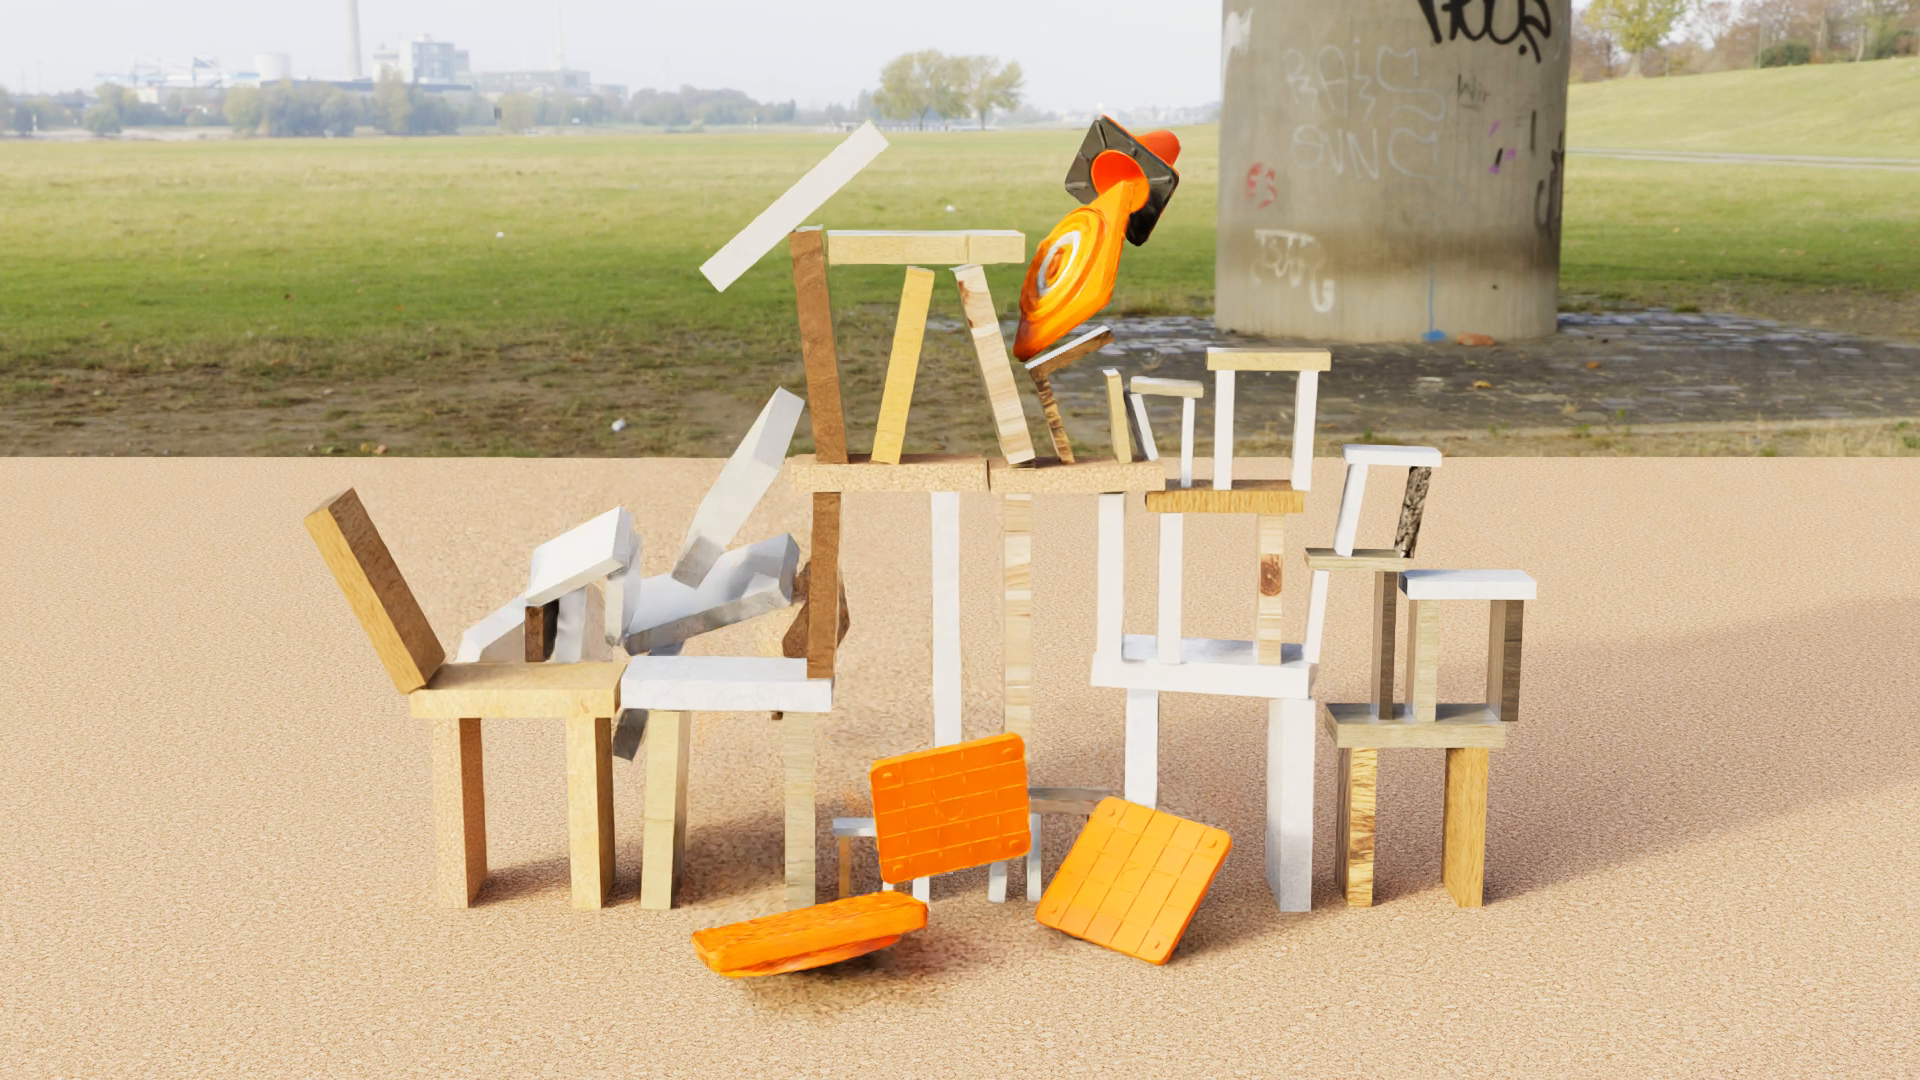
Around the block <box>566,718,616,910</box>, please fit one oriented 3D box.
[{"bbox_3d":[-0.610,0.428,3.642,0.046,0.326,0.163,0,11,0],"label":"block"}]

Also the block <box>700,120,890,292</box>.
[{"bbox_3d":[-0.265,-0.527,3.489,0.349,0.049,0.175,-41,9,0],"label":"block"}]

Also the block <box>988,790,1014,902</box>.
[{"bbox_3d":[0.069,0.495,3.654,0.027,0.189,0.095,5,10,0],"label":"block"}]

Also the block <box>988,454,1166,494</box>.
[{"bbox_3d":[0.186,-0.107,3.559,0.278,0.039,0.139,-1,10,-1],"label":"block"}]

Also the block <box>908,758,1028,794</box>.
[{"bbox_3d":[0.013,0.389,3.631,0.189,0.027,0.095,-1,10,-5],"label":"block"}]

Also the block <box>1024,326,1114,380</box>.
[{"bbox_3d":[0.175,-0.299,3.518,0.144,0.020,0.072,-27,10,2],"label":"block"}]

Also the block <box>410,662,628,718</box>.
[{"bbox_3d":[-0.718,0.245,3.601,0.326,0.046,0.163,0,12,-1],"label":"block"}]

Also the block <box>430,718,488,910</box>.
[{"bbox_3d":[-0.828,0.427,3.639,0.046,0.326,0.163,0,12,-1],"label":"block"}]

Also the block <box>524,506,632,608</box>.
[{"bbox_3d":[-0.628,0.028,3.618,0.207,0.104,0.029,-24,-44,32],"label":"block"}]

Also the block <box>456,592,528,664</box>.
[{"bbox_3d":[-0.862,0.225,4.065,0.045,0.319,0.160,45,53,11],"label":"block"}]

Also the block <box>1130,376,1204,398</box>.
[{"bbox_3d":[0.332,-0.246,3.527,0.114,0.016,0.057,5,15,5],"label":"block"}]

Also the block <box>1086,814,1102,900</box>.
[{"bbox_3d":[0.223,0.516,3.657,0.021,0.149,0.075,0,11,0],"label":"block"}]

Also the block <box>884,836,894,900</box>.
[{"bbox_3d":[-0.119,0.537,3.658,0.015,0.109,0.054,0,11,0],"label":"block"}]

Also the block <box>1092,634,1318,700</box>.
[{"bbox_3d":[0.410,0.208,3.655,0.353,0.050,0.176,3,11,14],"label":"block"}]

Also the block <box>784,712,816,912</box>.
[{"bbox_3d":[-0.265,0.425,3.638,0.048,0.336,0.168,-1,11,-4],"label":"block"}]

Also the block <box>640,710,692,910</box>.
[{"bbox_3d":[-0.485,0.423,3.641,0.048,0.336,0.168,4,11,0],"label":"block"}]

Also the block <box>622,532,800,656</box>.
[{"bbox_3d":[-0.441,0.096,3.874,0.316,0.045,0.158,-18,34,17],"label":"block"}]

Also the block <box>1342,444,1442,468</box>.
[{"bbox_3d":[0.694,-0.136,3.539,0.149,0.021,0.075,2,11,2],"label":"block"}]

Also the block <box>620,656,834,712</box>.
[{"bbox_3d":[-0.376,0.234,3.600,0.336,0.048,0.168,1,10,-1],"label":"block"}]

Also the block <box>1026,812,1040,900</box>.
[{"bbox_3d":[0.123,0.516,3.657,0.021,0.149,0.075,0,11,0],"label":"block"}]

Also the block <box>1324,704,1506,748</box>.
[{"bbox_3d":[0.746,0.304,3.619,0.271,0.038,0.135,0,11,0],"label":"block"}]

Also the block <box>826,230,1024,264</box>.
[{"bbox_3d":[-0.058,-0.467,3.491,0.305,0.043,0.153,-1,11,-4],"label":"block"}]

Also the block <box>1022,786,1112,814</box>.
[{"bbox_3d":[0.177,0.431,3.646,0.149,0.021,0.075,1,11,3],"label":"block"}]

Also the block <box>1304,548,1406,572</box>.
[{"bbox_3d":[0.639,0.031,3.569,0.153,0.022,0.076,1,11,3],"label":"block"}]

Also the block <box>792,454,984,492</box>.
[{"bbox_3d":[-0.117,-0.110,3.549,0.302,0.043,0.151,0,9,-2],"label":"block"}]

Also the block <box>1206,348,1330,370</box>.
[{"bbox_3d":[0.492,-0.290,3.522,0.192,0.027,0.096,1,10,4],"label":"block"}]

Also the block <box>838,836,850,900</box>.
[{"bbox_3d":[-0.192,0.537,3.658,0.015,0.109,0.054,0,11,0],"label":"block"}]

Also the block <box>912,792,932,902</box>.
[{"bbox_3d":[-0.063,0.495,3.656,0.027,0.189,0.095,1,9,0],"label":"block"}]

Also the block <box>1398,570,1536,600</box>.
[{"bbox_3d":[0.824,0.072,3.578,0.203,0.029,0.101,0,11,0],"label":"block"}]

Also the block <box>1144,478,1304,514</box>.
[{"bbox_3d":[0.426,-0.072,3.568,0.248,0.035,0.124,0,11,2],"label":"block"}]

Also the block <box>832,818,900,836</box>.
[{"bbox_3d":[-0.155,0.476,3.647,0.109,0.015,0.054,0,11,0],"label":"block"}]
